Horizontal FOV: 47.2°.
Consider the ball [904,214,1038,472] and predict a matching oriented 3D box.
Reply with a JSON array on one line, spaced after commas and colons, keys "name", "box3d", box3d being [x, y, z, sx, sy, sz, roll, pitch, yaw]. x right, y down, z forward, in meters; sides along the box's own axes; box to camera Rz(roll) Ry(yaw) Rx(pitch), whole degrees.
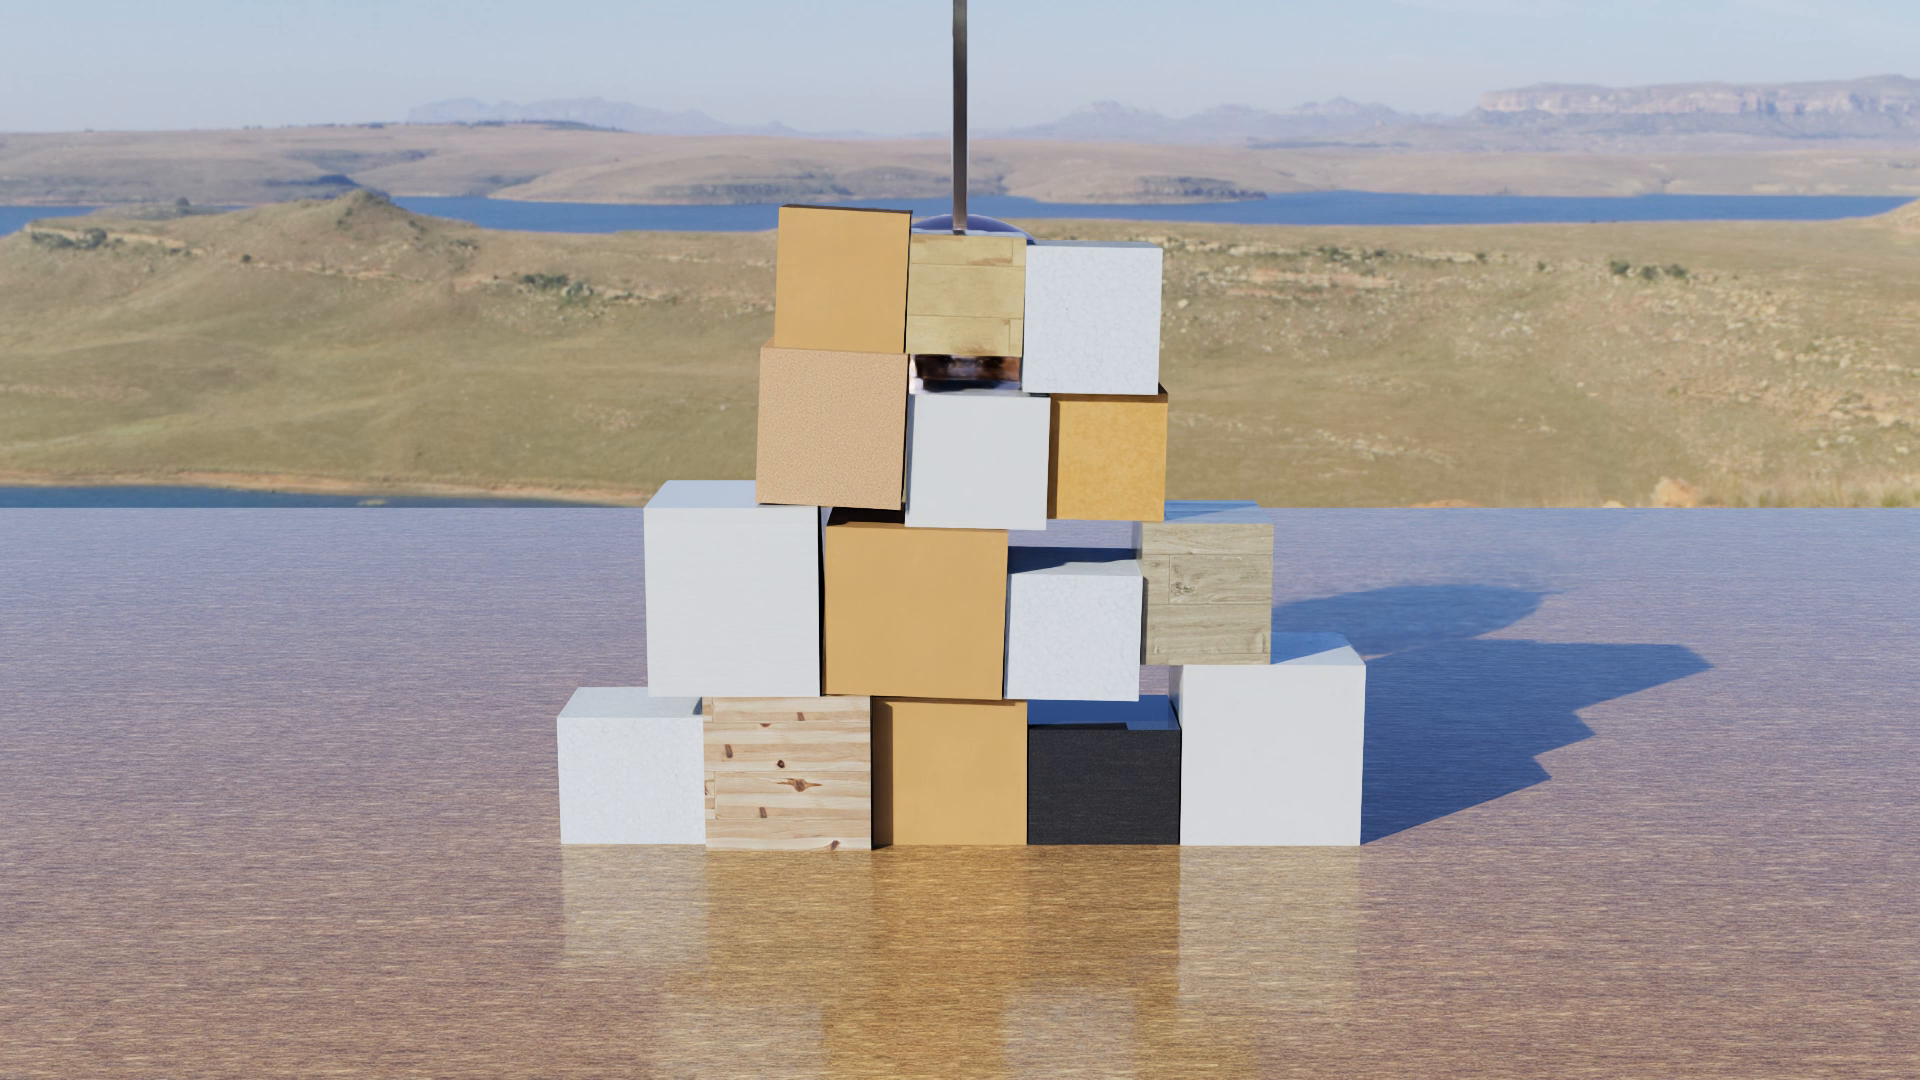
[{"name": "ball", "box3d": [0.000, -1.132, 13.083, 1.600, 1.600, 1.600, 0, 10, 0]}]

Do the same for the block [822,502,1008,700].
[{"name": "block", "box3d": [-0.224, 0.289, 11.232, 0.891, 0.840, 0.830, 2, 10, 0]}]

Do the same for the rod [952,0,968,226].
[{"name": "rod", "box3d": [0.000, -4.060, 11.356, 0.080, 5.200, 0.080, 0, 31, 0]}]

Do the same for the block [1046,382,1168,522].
[{"name": "block", "box3d": [0.725, -0.462, 11.099, 0.579, 0.634, 0.575, 1, 10, 0]}]

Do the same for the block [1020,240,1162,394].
[{"name": "block", "box3d": [0.641, -1.122, 10.976, 0.655, 0.706, 0.698, 1, 10, 0]}]

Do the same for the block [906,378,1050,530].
[{"name": "block", "box3d": [0.085, -0.442, 11.120, 0.694, 0.655, 0.707, 2, 10, 0]}]

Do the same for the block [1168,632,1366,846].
[{"name": "block", "box3d": [1.564, 1.014, 11.380, 0.905, 0.934, 0.757, 0, 10, 0]}]

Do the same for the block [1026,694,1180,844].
[{"name": "block", "box3d": [0.724, 1.180, 11.398, 0.757, 0.599, 0.712, 0, 10, 0]}]

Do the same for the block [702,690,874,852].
[{"name": "block", "box3d": [-0.859, 1.088, 11.362, 0.827, 0.794, 0.871, 0, 10, 0]}]

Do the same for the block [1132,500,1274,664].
[{"name": "block", "box3d": [1.220, 0.207, 11.217, 0.643, 0.713, 0.712, 0, 10, 0]}]

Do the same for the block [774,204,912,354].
[{"name": "block", "box3d": [-0.574, -1.307, 10.933, 0.630, 0.674, 0.558, 3, 10, -1]}]

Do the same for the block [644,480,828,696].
[{"name": "block", "box3d": [-1.117, 0.231, 11.217, 0.845, 0.946, 0.885, 0, 10, 0]}]

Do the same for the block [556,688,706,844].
[{"name": "block", "box3d": [-1.650, 1.157, 11.370, 0.735, 0.656, 0.629, 0, 10, 0]}]

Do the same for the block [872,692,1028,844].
[{"name": "block", "box3d": [-0.050, 1.101, 11.364, 0.770, 0.767, 0.667, 0, 10, 0]}]

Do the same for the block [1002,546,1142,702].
[{"name": "block", "box3d": [0.558, 0.416, 11.247, 0.670, 0.632, 0.761, 1, 10, 0]}]

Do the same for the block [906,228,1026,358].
[{"name": "block", "box3d": [0.028, -1.239, 10.972, 0.568, 0.580, 0.590, 2, 10, 0]}]

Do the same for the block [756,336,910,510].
[{"name": "block", "box3d": [-0.627, -0.605, 11.064, 0.711, 0.758, 0.737, 3, 10, -1]}]
